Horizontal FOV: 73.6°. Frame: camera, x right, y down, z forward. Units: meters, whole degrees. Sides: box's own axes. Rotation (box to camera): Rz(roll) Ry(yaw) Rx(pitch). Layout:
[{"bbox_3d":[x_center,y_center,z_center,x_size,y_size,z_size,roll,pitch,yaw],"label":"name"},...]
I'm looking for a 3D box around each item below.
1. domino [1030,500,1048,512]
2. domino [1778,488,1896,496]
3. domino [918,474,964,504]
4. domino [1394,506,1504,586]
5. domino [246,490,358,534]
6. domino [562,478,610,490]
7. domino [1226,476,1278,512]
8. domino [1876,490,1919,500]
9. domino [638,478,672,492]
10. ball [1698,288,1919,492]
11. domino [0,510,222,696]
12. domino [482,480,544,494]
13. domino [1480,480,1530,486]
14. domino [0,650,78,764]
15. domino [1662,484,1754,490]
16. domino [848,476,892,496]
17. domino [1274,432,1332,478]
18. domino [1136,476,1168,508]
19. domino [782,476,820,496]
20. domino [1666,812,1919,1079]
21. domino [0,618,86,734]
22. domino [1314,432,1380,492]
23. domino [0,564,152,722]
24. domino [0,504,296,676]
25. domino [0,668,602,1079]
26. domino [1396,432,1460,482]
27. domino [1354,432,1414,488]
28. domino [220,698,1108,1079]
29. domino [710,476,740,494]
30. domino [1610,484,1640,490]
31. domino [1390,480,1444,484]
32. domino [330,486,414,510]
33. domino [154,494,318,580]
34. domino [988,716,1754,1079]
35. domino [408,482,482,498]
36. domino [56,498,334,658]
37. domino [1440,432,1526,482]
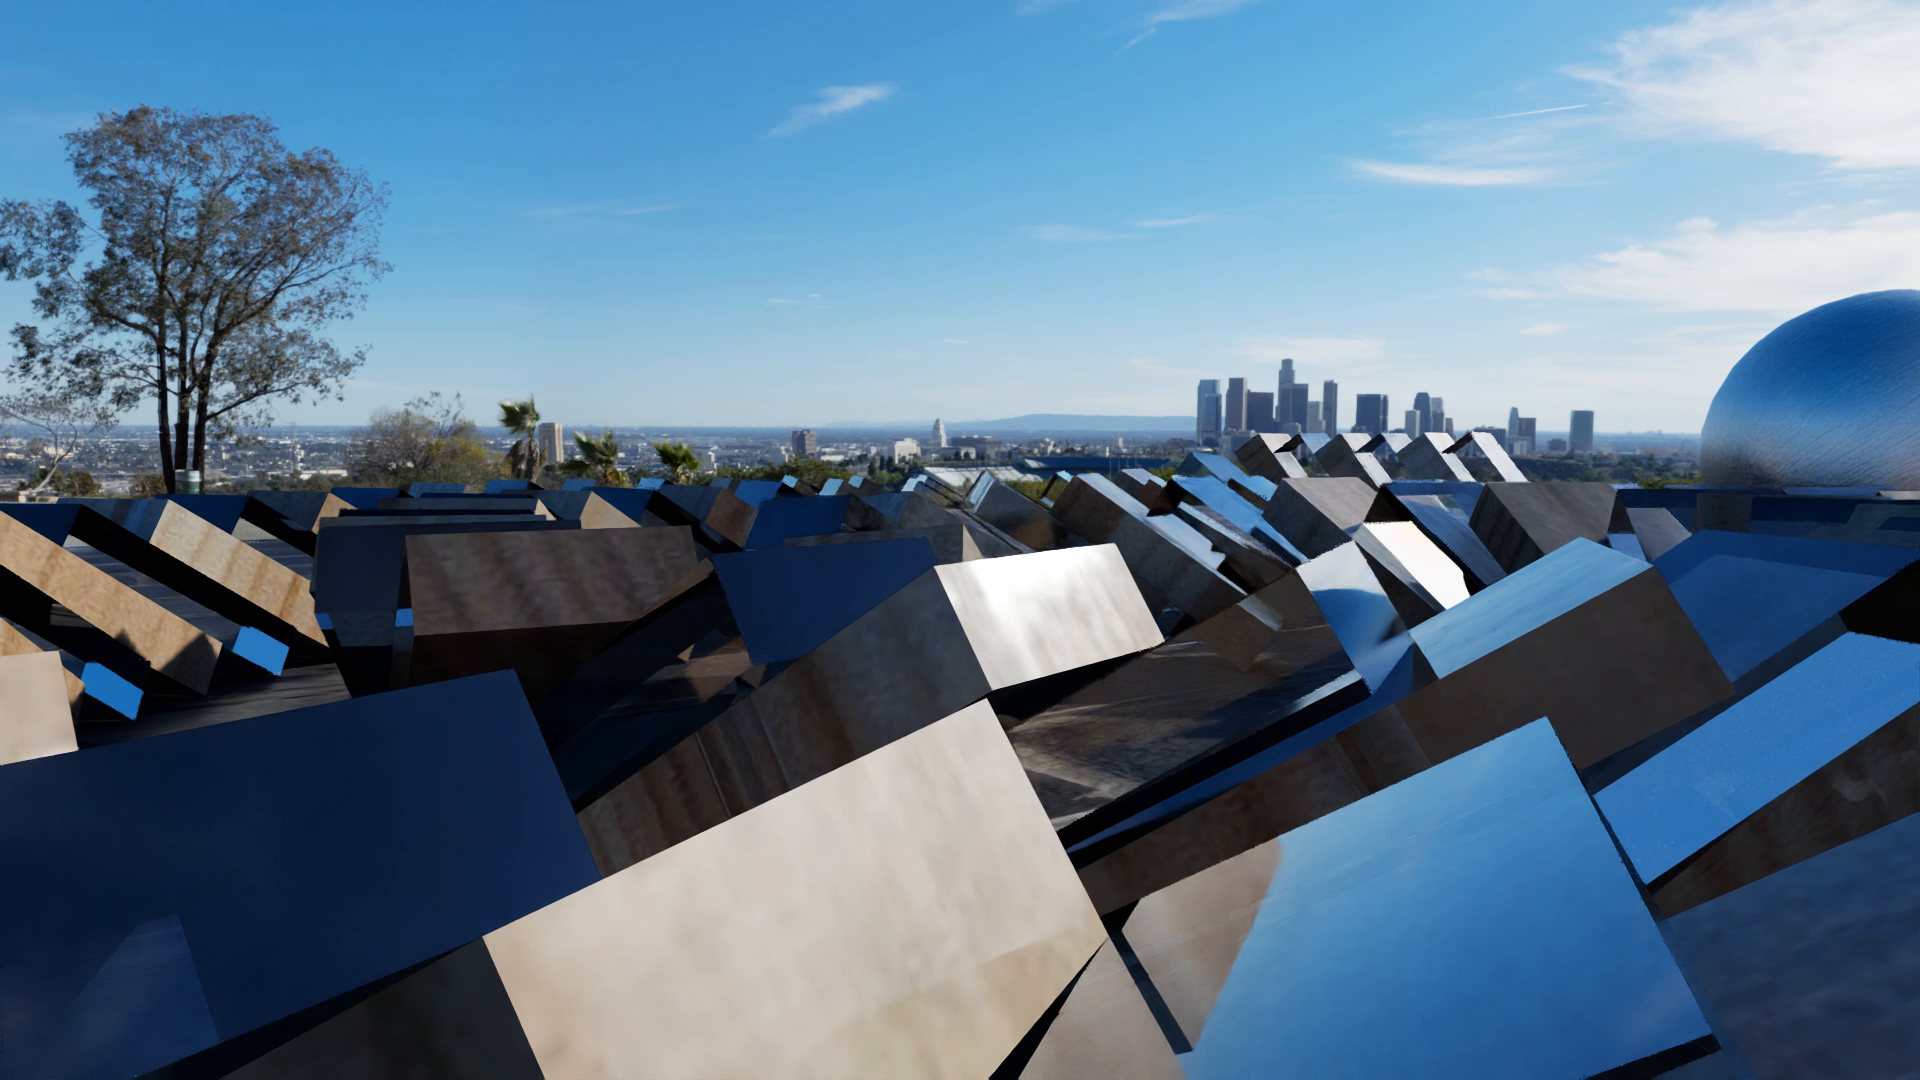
[{"bbox_3d":[0.028,0.001,0.324,0.050,0.010,0.025,31,4,-2],"label":"domino"},{"bbox_3d":[0.178,0.008,0.240,0.025,0.010,0.050,0,35,-8],"label":"domino"},{"bbox_3d":[0.008,-0.003,0.390,0.050,0.009,0.025,29,0,-8],"label":"domino"},{"bbox_3d":[0.109,0.002,0.315,0.050,0.009,0.025,39,26,30],"label":"domino"},{"bbox_3d":[-0.126,0.005,0.276,0.025,0.010,0.050,2,-25,27],"label":"domino"},{"bbox_3d":[-0.082,0.000,0.344,0.050,0.010,0.025,33,-14,-31],"label":"domino"},{"bbox_3d":[0.090,0.001,0.323,0.050,0.009,0.025,37,21,24],"label":"domino"},{"bbox_3d":[0.183,0.009,0.220,0.025,0.009,0.050,0,35,-1],"label":"domino"},{"bbox_3d":[-0.066,-0.001,0.357,0.050,0.010,0.025,31,-11,-26],"label":"domino"},{"bbox_3d":[0.228,-0.021,0.316,0.080,0.080,0.080,0,4,0],"label":"ball"},{"bbox_3d":[-0.141,0.011,0.197,0.025,0.010,0.050,0,-26,6],"label":"domino"},{"bbox_3d":[-0.096,0.001,0.329,0.025,0.009,0.050,4,-24,48],"label":"domino"},{"bbox_3d":[0.141,0.004,0.290,0.025,0.010,0.050,-3,36,-39],"label":"domino"},{"bbox_3d":[-0.061,0.021,0.060,0.025,0.009,0.050,-5,-24,-47],"label":"domino"},{"bbox_3d":[0.167,0.006,0.259,0.025,0.009,0.050,-2,36,-23],"label":"domino"},{"bbox_3d":[-0.011,-0.003,0.384,0.050,0.009,0.025,29,-2,-13],"label":"domino"},{"bbox_3d":[0.115,-0.009,0.378,0.010,0.050,0.025,-41,-18,29],"label":"domino"},{"bbox_3d":[0.068,0.001,0.325,0.050,0.009,0.025,32,10,9],"label":"domino"},{"bbox_3d":[-0.030,-0.002,0.376,0.050,0.010,0.025,30,-5,-17],"label":"domino"},{"bbox_3d":[0.018,0.023,0.036,0.050,0.009,0.025,-30,-2,14],"label":"domino"},{"bbox_3d":[-0.132,0.014,0.156,0.025,0.010,0.050,-1,-25,-12],"label":"domino"},{"bbox_3d":[0.125,-0.008,0.372,0.010,0.050,0.025,-41,-19,30],"label":"domino"},{"bbox_3d":[-0.139,0.012,0.177,0.025,0.009,0.050,0,-26,-1],"label":"domino"},{"bbox_3d":[-0.141,0.010,0.217,0.025,0.009,0.050,1,-26,13],"label":"domino"},{"bbox_3d":[-0.041,0.022,0.052,0.050,0.010,0.025,-32,-12,28],"label":"domino"},{"bbox_3d":[0.143,-0.007,0.356,0.010,0.050,0.025,-41,-19,30],"label":"domino"},{"bbox_3d":[0.134,-0.007,0.363,0.009,0.050,0.025,-41,-19,30],"label":"domino"},{"bbox_3d":[-0.022,0.023,0.045,0.050,0.010,0.025,-31,-8,23],"label":"domino"},{"bbox_3d":[-0.048,-0.002,0.367,0.050,0.009,0.025,30,-8,-21],"label":"domino"},{"bbox_3d":[0.155,0.005,0.275,0.025,0.010,0.050,-2,35,-30],"label":"domino"},{"bbox_3d":[0.126,0.003,0.303,0.025,0.009,0.050,-4,36,-44],"label":"domino"},{"bbox_3d":[-0.118,0.004,0.295,0.025,0.010,0.050,3,-25,33],"label":"domino"},{"bbox_3d":[-0.133,0.007,0.257,0.025,0.010,0.050,2,-25,23],"label":"domino"},{"bbox_3d":[-0.002,0.023,0.039,0.050,0.009,0.025,-30,-6,19],"label":"domino"},{"bbox_3d":[-0.108,0.002,0.313,0.025,0.009,0.050,4,-25,40],"label":"domino"},{"bbox_3d":[-0.138,0.008,0.237,0.025,0.010,0.050,1,-26,18],"label":"domino"},{"bbox_3d":[0.153,-0.006,0.349,0.010,0.050,0.025,-41,-19,30],"label":"domino"}]
